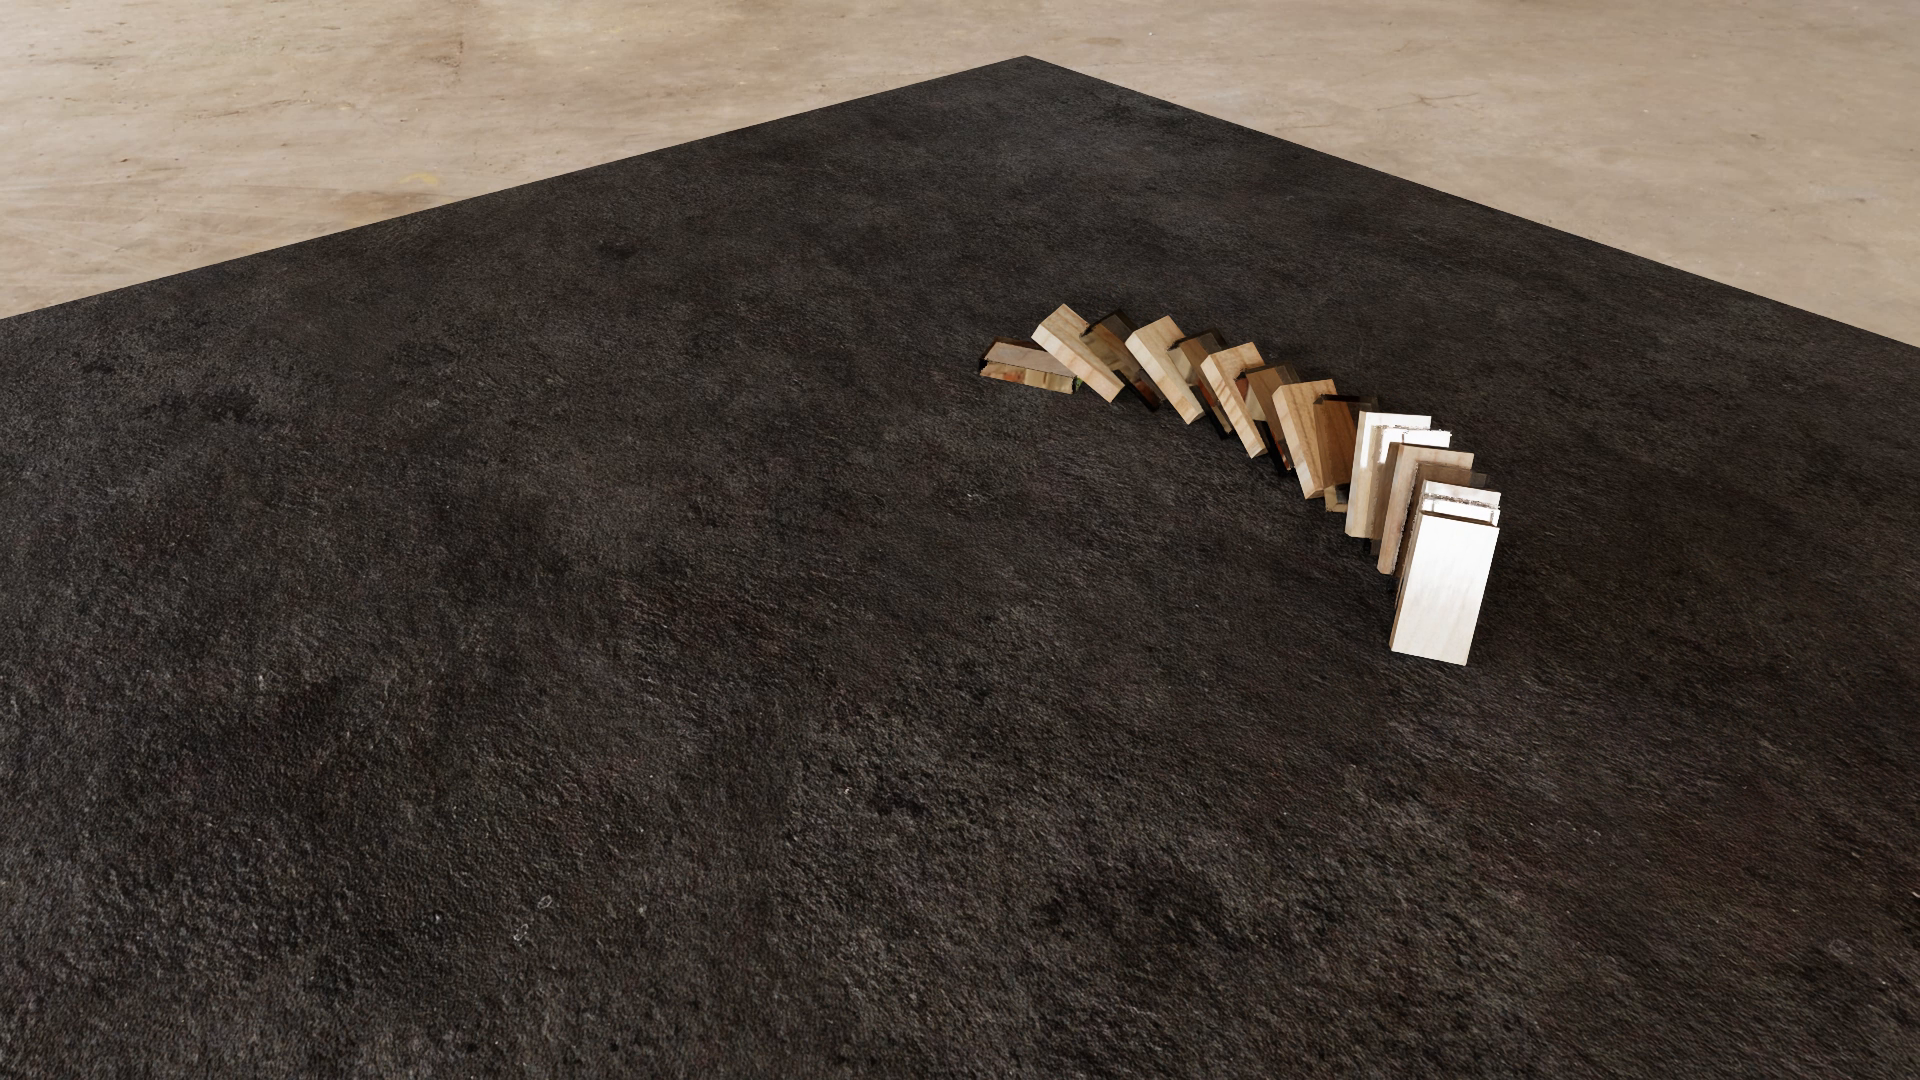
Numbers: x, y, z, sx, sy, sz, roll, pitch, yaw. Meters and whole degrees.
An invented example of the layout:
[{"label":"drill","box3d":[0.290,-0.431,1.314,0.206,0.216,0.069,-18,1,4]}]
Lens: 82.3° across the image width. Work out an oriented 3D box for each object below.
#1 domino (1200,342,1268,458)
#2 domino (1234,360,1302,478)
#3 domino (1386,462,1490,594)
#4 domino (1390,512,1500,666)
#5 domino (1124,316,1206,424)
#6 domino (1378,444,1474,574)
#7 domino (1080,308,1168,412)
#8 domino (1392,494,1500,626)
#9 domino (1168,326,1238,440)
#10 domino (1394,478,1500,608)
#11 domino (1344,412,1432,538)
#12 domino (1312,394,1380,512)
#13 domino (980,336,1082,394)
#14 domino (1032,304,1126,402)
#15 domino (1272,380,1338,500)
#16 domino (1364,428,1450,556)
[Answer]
[{"label":"domino","box3d":[0.133,-0.064,0.502,0.025,0.010,0.050,-19,74,-22]},{"label":"domino","box3d":[0.145,-0.054,0.490,0.025,0.010,0.050,-16,73,-18]},{"label":"domino","box3d":[0.180,-0.003,0.416,0.025,0.050,0.009,11,12,13]},{"label":"domino","box3d":[0.172,0.017,0.392,0.025,0.050,0.010,11,12,13]},{"label":"domino","box3d":[0.104,-0.081,0.524,0.025,0.010,0.050,-29,77,-31]},{"label":"domino","box3d":[0.180,-0.011,0.426,0.025,0.050,0.010,8,11,10]},{"label":"domino","box3d":[0.085,-0.088,0.533,0.025,0.010,0.050,-35,79,-35]},{"label":"domino","box3d":[0.176,0.011,0.400,0.025,0.050,0.010,11,12,13]},{"label":"domino","box3d":[0.121,-0.074,0.514,0.025,0.010,0.050,-22,75,-25]},{"label":"domino","box3d":[0.180,0.004,0.407,0.025,0.050,0.010,11,12,13]},{"label":"domino","box3d":[0.172,-0.026,0.444,0.025,0.050,0.009,4,11,4]},{"label":"domino","box3d":[0.166,-0.037,0.466,0.025,0.010,0.050,2,70,-8]},{"label":"domino","box3d":[0.037,-0.088,0.551,0.050,0.009,0.025,15,42,17]},{"label":"domino","box3d":[0.062,-0.092,0.538,0.050,0.010,0.025,40,49,4]},{"label":"domino","box3d":[0.156,-0.044,0.477,0.025,0.010,0.050,-9,72,-12]},{"label":"domino","box3d":[0.177,-0.019,0.435,0.025,0.050,0.010,3,11,4]}]
